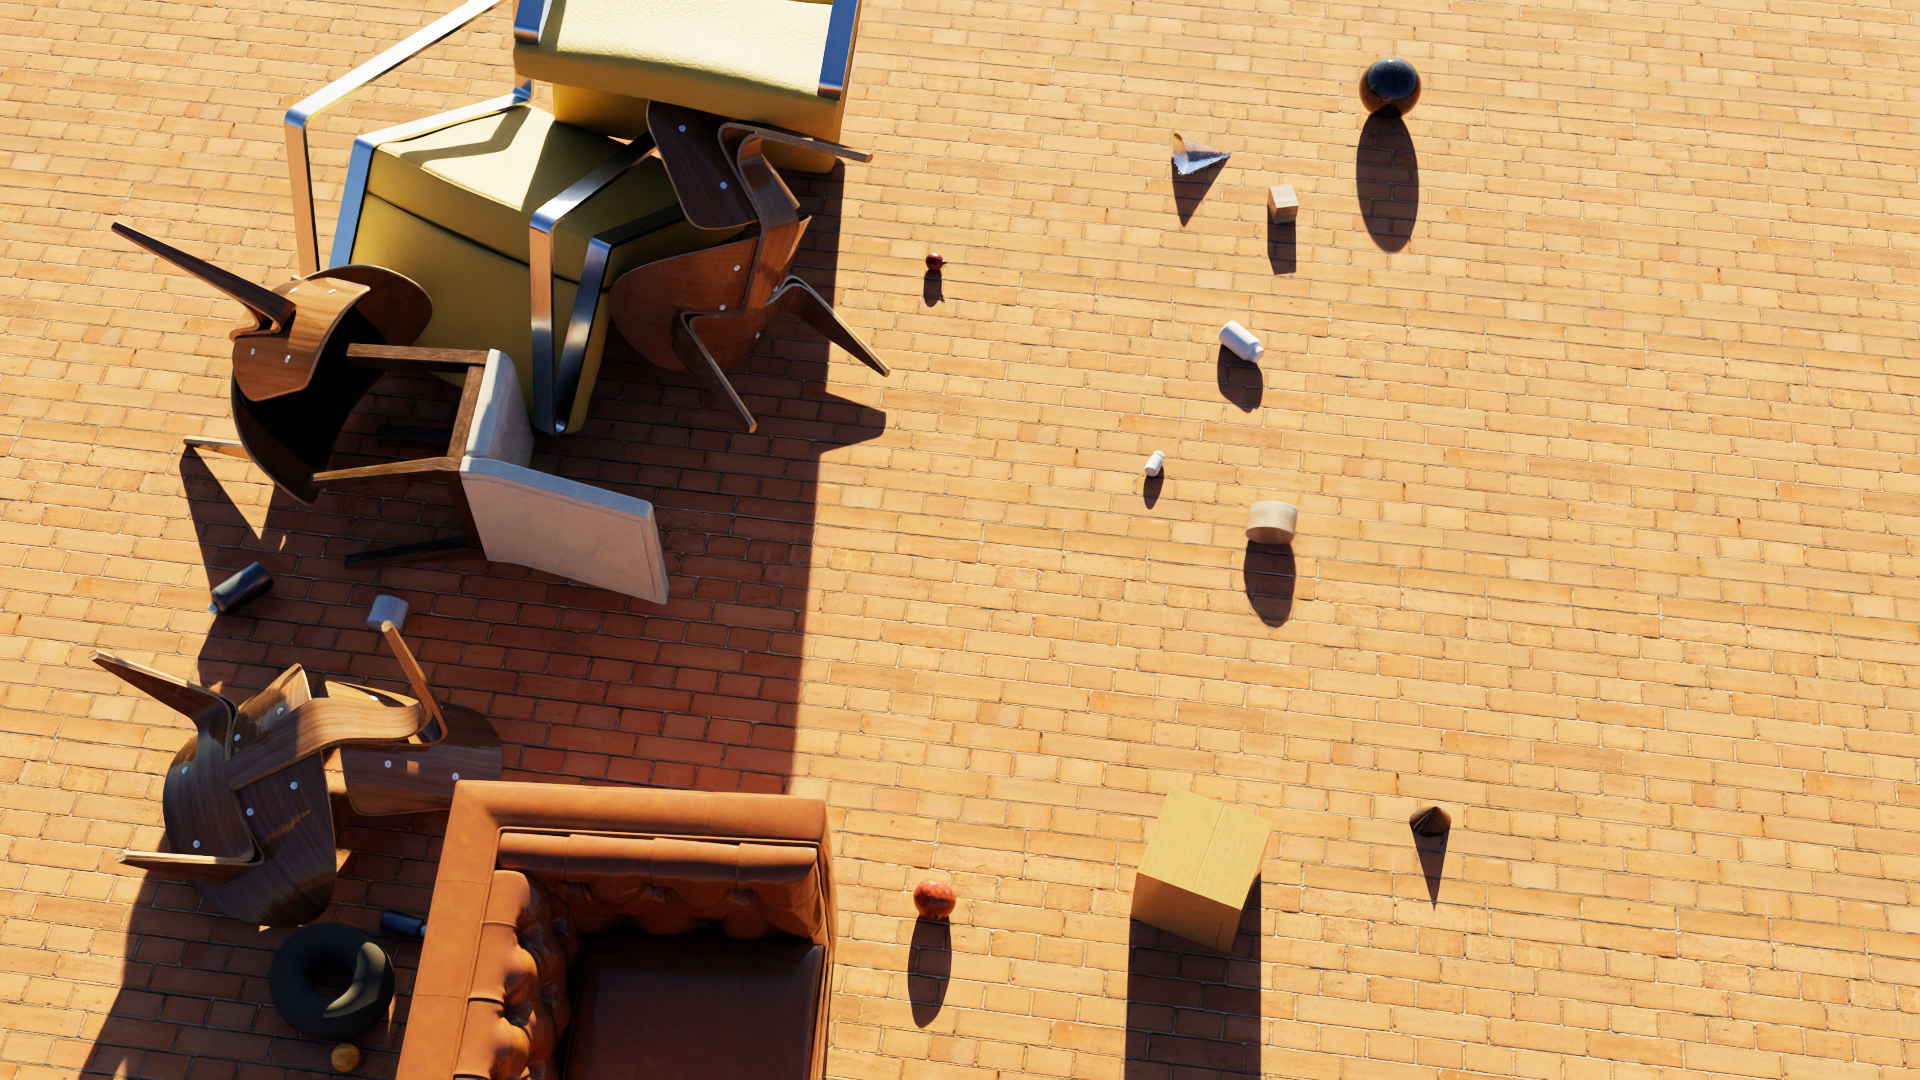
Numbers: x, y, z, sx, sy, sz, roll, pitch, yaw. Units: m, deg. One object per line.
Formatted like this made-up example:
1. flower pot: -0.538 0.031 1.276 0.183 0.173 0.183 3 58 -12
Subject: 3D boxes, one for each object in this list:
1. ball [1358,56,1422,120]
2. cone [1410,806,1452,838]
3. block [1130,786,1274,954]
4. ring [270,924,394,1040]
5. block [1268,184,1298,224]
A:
1. ball: 1.462 -1.537 7.478 0.212 0.212 0.212 0 56 0
2. cone: 1.295 0.749 6.016 0.120 0.093 0.094 -16 58 -10
3. block: 0.637 0.873 5.817 0.283 0.283 0.270 19 58 12
4. ring: -1.638 1.150 5.736 0.347 0.114 0.301 33 63 21
5. block: 1.068 -1.113 7.275 0.074 0.076 0.097 -8 56 -5
